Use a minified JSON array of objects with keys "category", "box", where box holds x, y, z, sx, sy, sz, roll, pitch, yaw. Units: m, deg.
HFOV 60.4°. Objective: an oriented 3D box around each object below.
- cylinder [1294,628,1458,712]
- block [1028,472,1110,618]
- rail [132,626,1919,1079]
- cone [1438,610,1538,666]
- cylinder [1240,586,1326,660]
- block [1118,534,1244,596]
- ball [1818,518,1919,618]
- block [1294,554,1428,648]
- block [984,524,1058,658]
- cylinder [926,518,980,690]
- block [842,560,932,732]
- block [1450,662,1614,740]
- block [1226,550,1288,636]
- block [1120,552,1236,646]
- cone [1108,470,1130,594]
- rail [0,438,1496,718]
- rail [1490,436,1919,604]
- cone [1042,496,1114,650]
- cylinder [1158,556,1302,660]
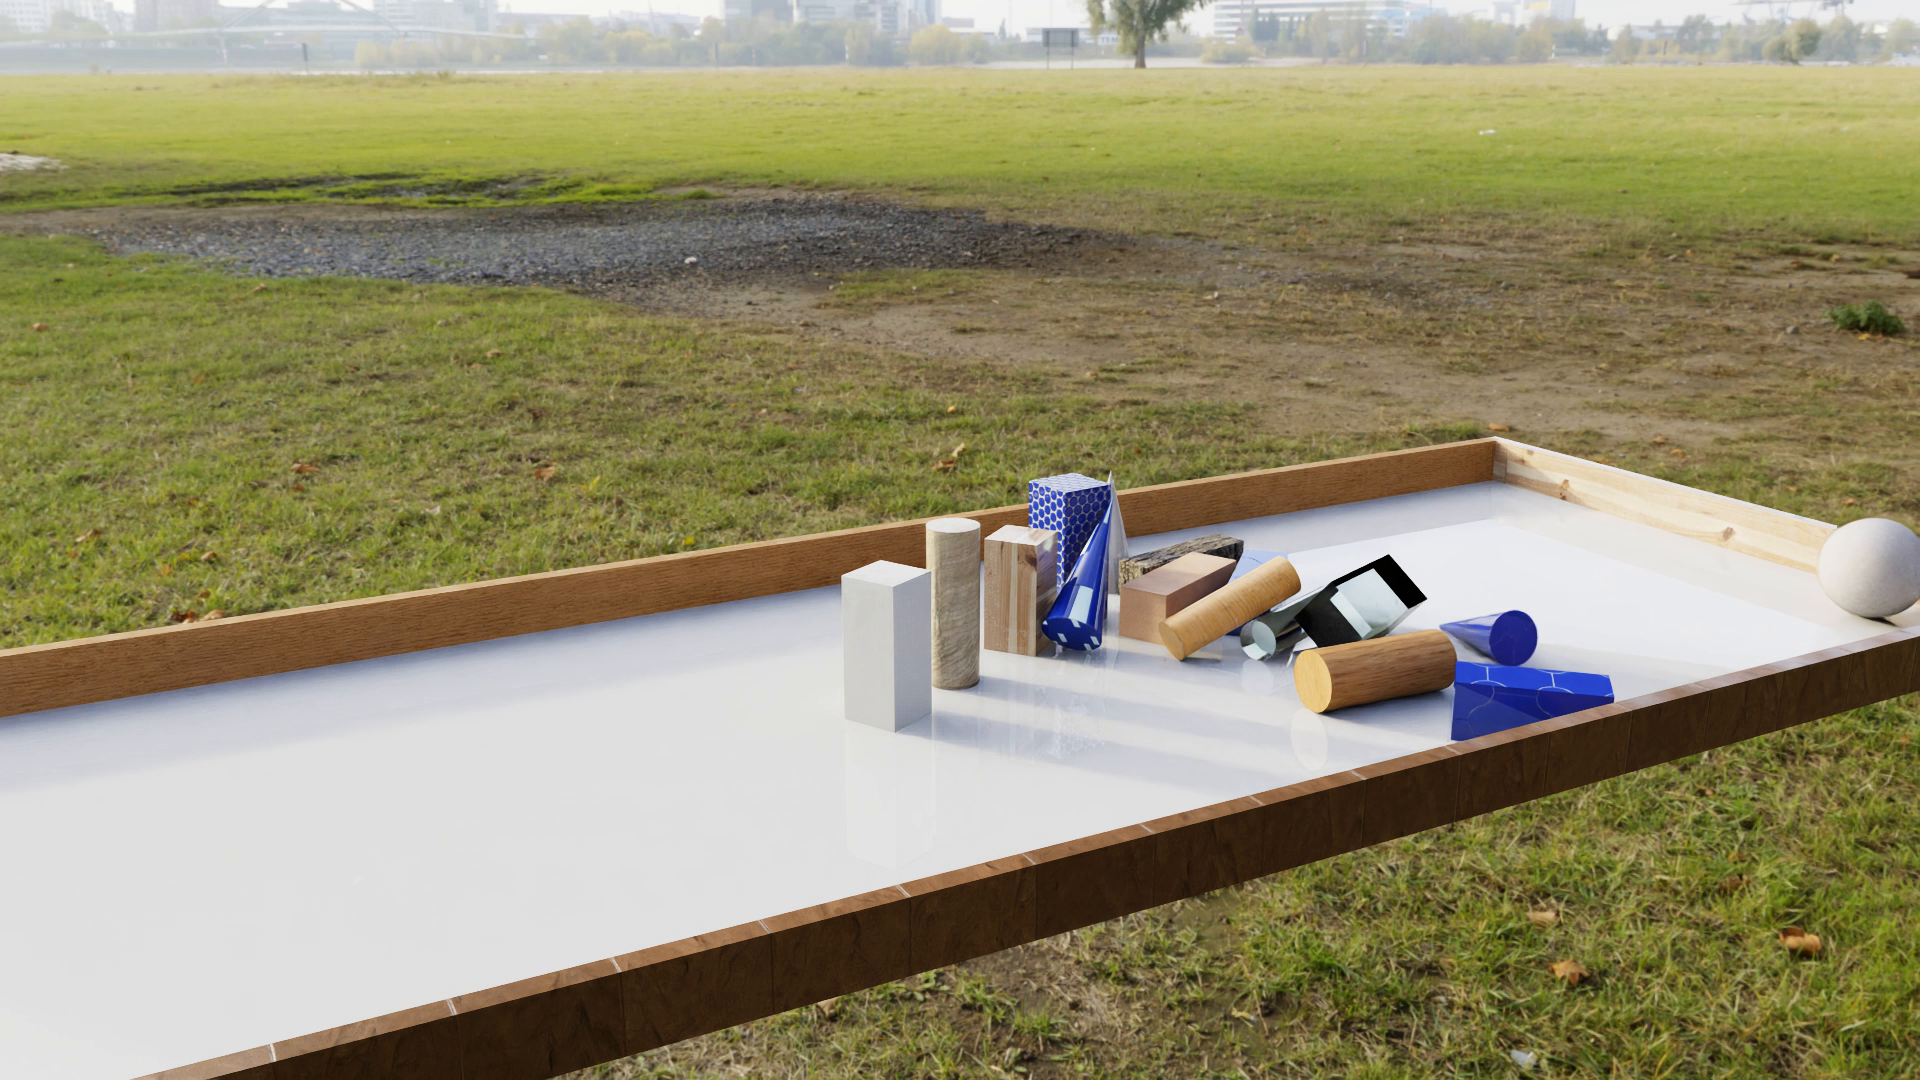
[{"category":"cylinder","box":[1.012,0.316,4.013,0.372,0.151,0.151,-7,18,-23]},{"category":"block","box":[0.301,0.028,4.575,0.159,0.387,0.159,-11,20,-33]},{"category":"rail","box":[-2.336,1.006,1.665,12.000,0.150,0.050,-9,18,-27]},{"category":"cone","box":[1.372,0.244,4.397,0.146,0.146,0.334,-5,5,-17]},{"category":"cylinder","box":[0.895,0.220,4.421,0.106,0.106,0.384,13,21,38]},{"category":"block","box":[0.659,0.081,4.891,0.429,0.106,0.106,-14,21,-39]},{"category":"ball","box":[2.546,0.078,4.596,0.279,0.279,0.279,0,16,0]},{"category":"block","box":[1.058,0.180,4.349,0.319,0.158,0.158,-18,64,-47]},{"category":"block","box":[0.161,0.133,4.363,0.147,0.304,0.147,7,18,24]},{"category":"cylinder","box":[-0.017,0.159,4.093,0.133,0.407,0.133,0,16,0]},{"category":"block","box":[-0.170,0.248,3.880,0.149,0.356,0.149,11,20,33]},{"category":"block","box":[1.310,0.385,3.792,0.339,0.142,0.142,5,17,15]},{"category":"block","box":[0.832,0.147,4.630,0.126,0.126,0.406,5,17,16]},{"category":"block","box":[0.606,0.158,4.567,0.141,0.141,0.397,12,20,35]},{"category":"cone","box":[0.440,-0.035,4.852,0.172,0.351,0.172,0,16,0]},{"category":"rail","box":[-3.305,0.497,3.399,12.000,0.150,0.050,-9,18,-27]},{"category":"rail","box":[2.466,-0.048,5.253,0.050,0.150,2.100,-9,18,-27]},{"category":"cone","box":[0.355,0.062,4.409,0.163,0.163,0.447,7,58,21]},{"category":"cylinder","box":[0.709,0.177,4.329,0.378,0.111,0.111,-28,25,-15]}]
